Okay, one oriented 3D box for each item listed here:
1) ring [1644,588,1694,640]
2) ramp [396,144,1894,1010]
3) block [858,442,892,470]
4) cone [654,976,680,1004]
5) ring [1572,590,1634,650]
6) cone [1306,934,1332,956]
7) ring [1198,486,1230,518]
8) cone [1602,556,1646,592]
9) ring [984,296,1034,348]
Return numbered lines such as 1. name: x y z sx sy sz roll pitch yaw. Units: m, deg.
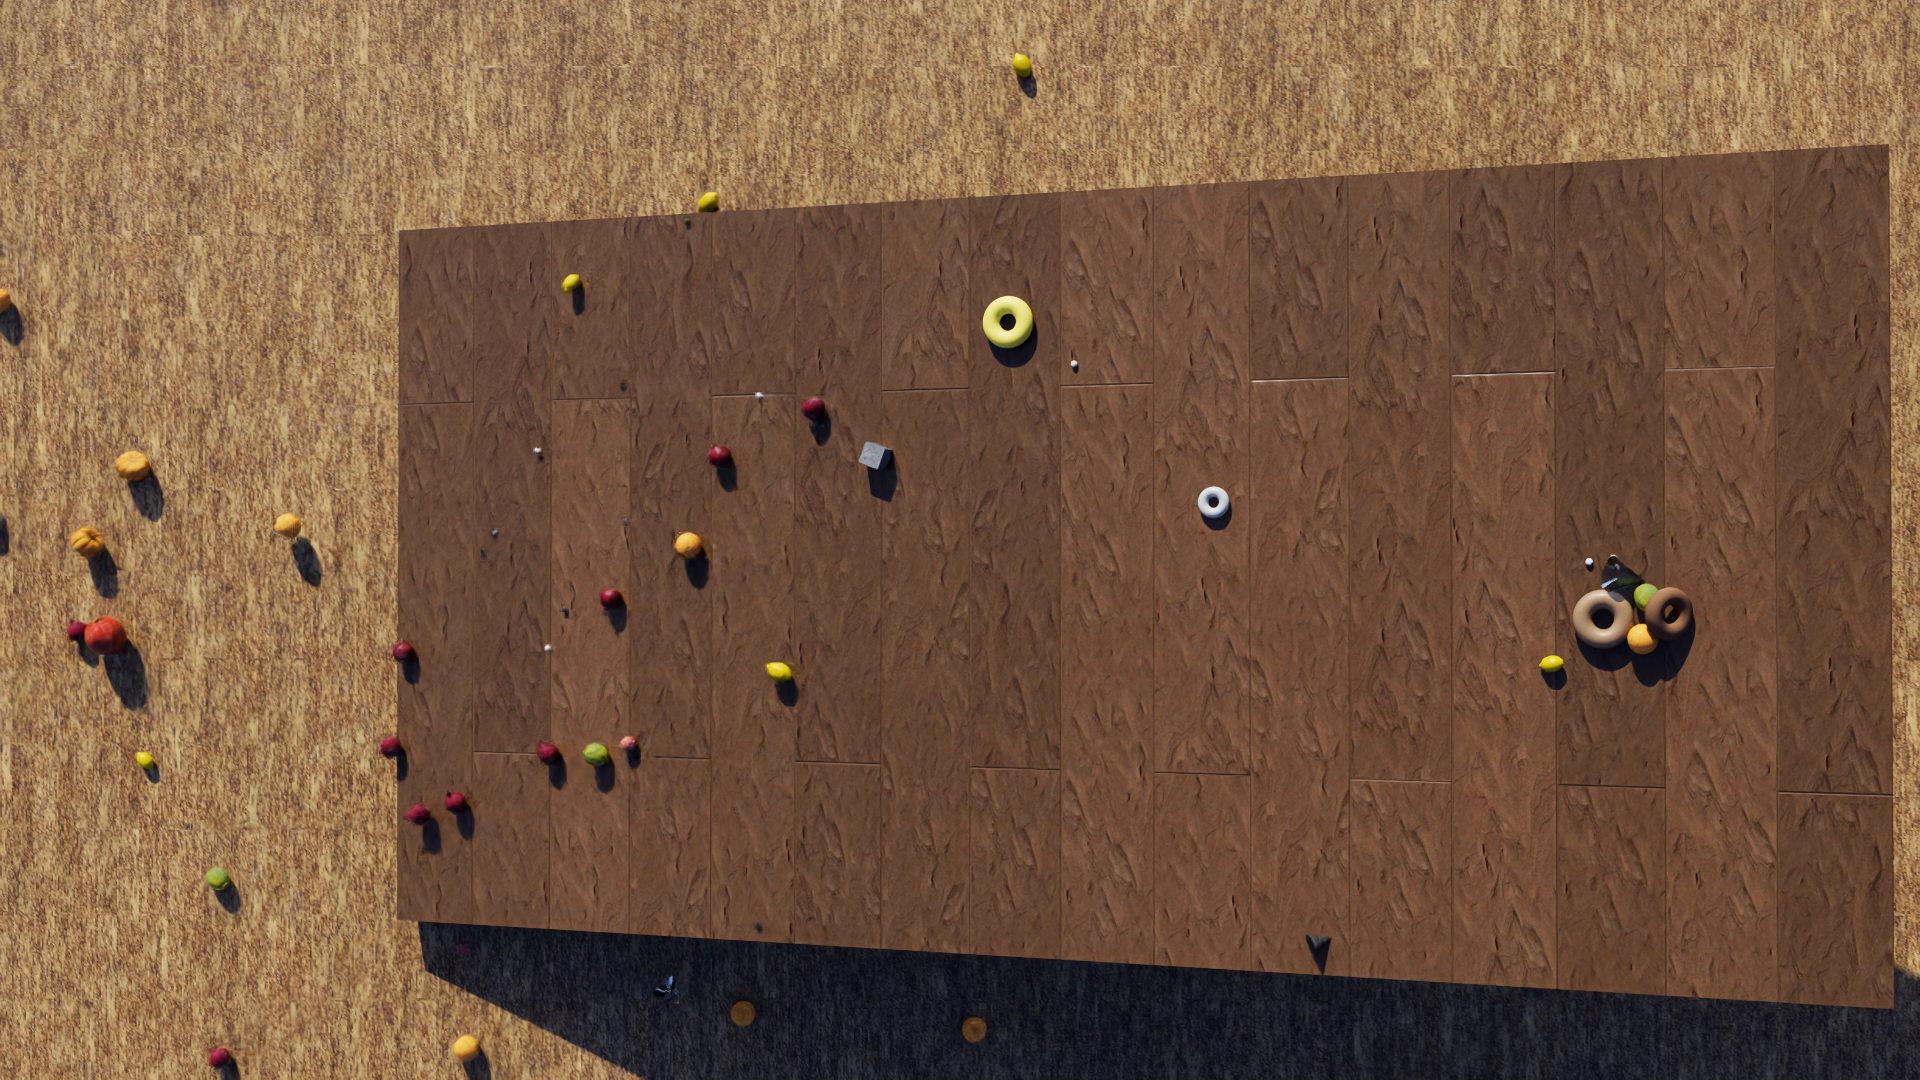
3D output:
1. ring: 1.675 0.175 5.198 0.128 0.043 0.128 -2 97 -20
2. ramp: 0.278 0.091 5.778 4.000 0.100 2.000 0 89 19
3. block: -0.225 -0.225 5.871 0.059 0.059 0.059 22 96 18
4. cone: -0.842 1.334 6.439 0.077 0.077 0.077 -34 116 0
5. ring: 1.541 0.190 5.267 0.144 0.048 0.144 0 89 20
6. cone: 0.901 1.001 5.486 0.057 0.057 0.057 -20 89 -9
7. ring: 0.645 -0.095 5.588 0.081 0.027 0.081 -1 88 19
8. cone: 1.596 0.089 5.253 0.090 0.090 0.090 11 89 -8
9. ring: 0.126 -0.571 5.763 0.137 0.046 0.137 0 91 19
